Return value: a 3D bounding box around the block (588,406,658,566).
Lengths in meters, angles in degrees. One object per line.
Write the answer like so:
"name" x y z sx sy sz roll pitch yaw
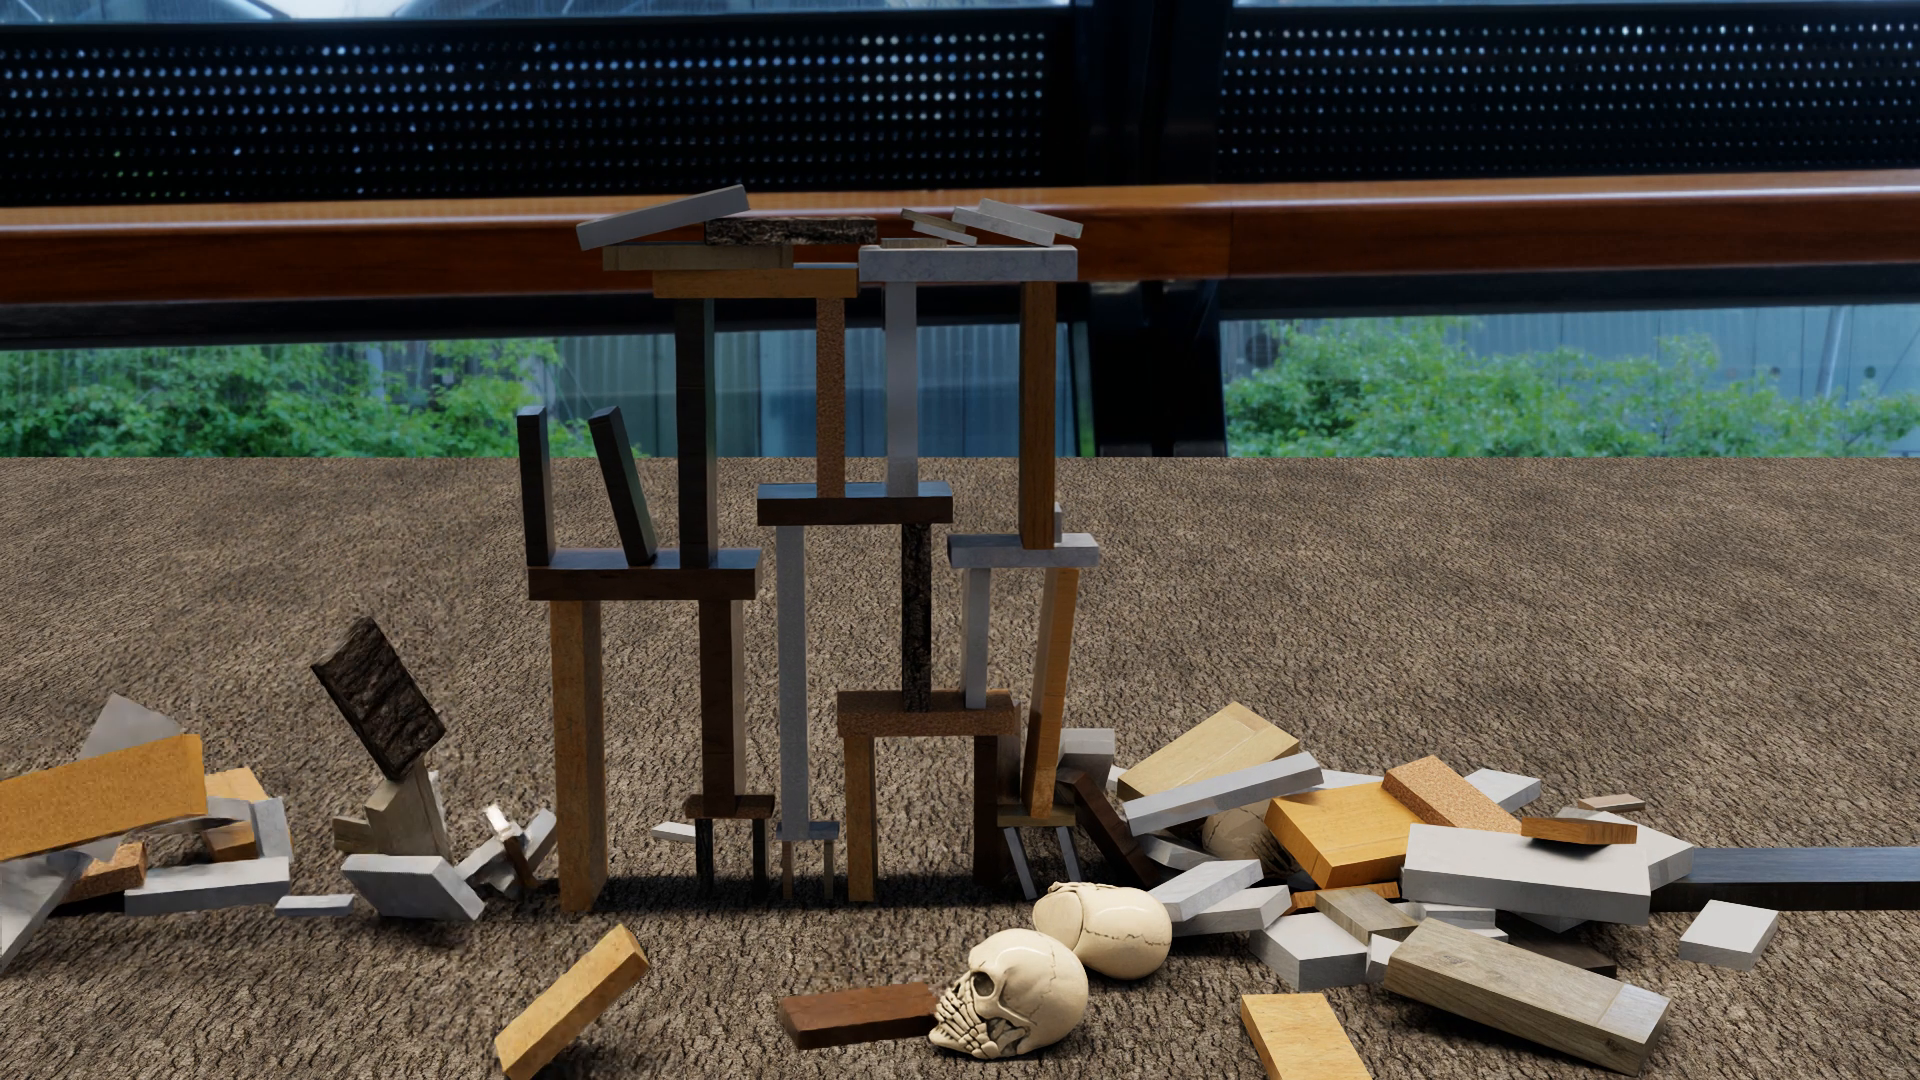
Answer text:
"block" -0.542 -0.089 3.543 0.034 0.242 0.121 -14 11 1

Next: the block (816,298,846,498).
"block" -0.207 -0.236 3.518 0.045 0.315 0.158 0 11 -4

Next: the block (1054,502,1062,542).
"block" 0.156 -0.029 3.591 0.014 0.050 0.101 0 10 -1

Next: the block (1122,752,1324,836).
"block" 0.437 0.423 3.671 0.327 0.030 0.106 -16 8 1

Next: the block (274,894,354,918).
"block" -1.052 0.597 3.586 0.116 0.016 0.058 -1 11 -4

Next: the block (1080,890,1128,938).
"block" 0.232 0.596 3.514 0.050 0.014 0.101 -45 22 -8

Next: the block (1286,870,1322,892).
"block" 0.608 0.571 3.729 0.055 0.016 0.110 9 14 41

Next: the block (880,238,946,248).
"block" -0.074 -0.469 3.475 0.102 0.014 0.051 -1 11 -7

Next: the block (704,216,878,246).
"block" -0.267 -0.485 3.446 0.264 0.037 0.132 -2 11 -8

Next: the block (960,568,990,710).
"block" 0.024 0.148 3.606 0.033 0.236 0.118 1 10 -5

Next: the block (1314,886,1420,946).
"block" 0.627 0.579 3.387 0.089 0.025 0.178 -3 11 -17

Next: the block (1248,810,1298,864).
"block" 0.667 0.530 3.874 0.302 0.043 0.151 2 11 13

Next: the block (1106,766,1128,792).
"block" 0.342 0.474 4.241 0.071 0.020 0.374 -9 14 -40

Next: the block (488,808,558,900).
"block" -0.723 0.524 3.679 0.022 0.152 0.076 44 -15 -29

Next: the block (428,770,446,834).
"block" -0.942 0.495 3.857 0.033 0.116 0.231 -7 11 -4

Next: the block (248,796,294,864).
"block" -1.188 0.506 3.795 0.016 0.116 0.058 -11 0 35

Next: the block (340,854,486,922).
"block" -0.866 0.548 3.475 0.231 0.116 0.033 -5 41 38

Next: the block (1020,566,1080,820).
"block" 0.146 0.240 3.610 0.033 0.418 0.118 5 10 -8

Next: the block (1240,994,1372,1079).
"block" 0.477 0.712 2.921 0.117 0.033 0.484 -1 11 -4

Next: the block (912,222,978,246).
"block" -0.025 -0.486 3.485 0.102 0.014 0.051 14 8 -6

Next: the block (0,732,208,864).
"block" -1.313 0.393 3.286 0.432 0.118 0.034 -15 -14 20

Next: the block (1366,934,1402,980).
"block" 0.686 0.634 3.222 0.178 0.025 0.089 16 18 7

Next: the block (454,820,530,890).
"block" -0.792 0.535 3.678 0.152 0.022 0.076 -40 22 -12

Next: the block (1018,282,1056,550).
"block" 0.123 -0.208 3.533 0.048 0.424 0.170 0 10 -1

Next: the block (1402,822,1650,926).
"block" 0.882 0.520 3.434 0.364 0.051 0.179 5 17 14

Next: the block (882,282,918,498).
"block" -0.097 -0.250 3.527 0.048 0.339 0.170 -1 11 -4

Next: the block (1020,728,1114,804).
"block" 0.188 0.410 3.942 0.151 0.043 0.460 0 -18 0

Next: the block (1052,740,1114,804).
"block" 0.191 0.422 3.851 0.081 0.023 0.473 2 -20 -5

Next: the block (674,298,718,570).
"block" -0.421 -0.178 3.518 0.045 0.427 0.158 0 11 -1

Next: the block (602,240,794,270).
"block" -0.412 -0.447 3.449 0.291 0.037 0.132 -2 11 -9

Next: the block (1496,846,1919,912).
"block" 1.307 0.565 3.668 0.866 0.049 0.175 0 11 -1

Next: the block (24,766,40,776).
"block" -1.559 0.489 3.544 0.257 0.036 0.129 -48 35 -16

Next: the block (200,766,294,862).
"block" -1.323 0.502 4.008 0.128 0.036 0.458 -12 14 -25

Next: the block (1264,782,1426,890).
"block" 0.705 0.481 3.653 0.358 0.051 0.179 -5 34 -28

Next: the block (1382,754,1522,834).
"block" 0.832 0.452 3.667 0.120 0.034 0.239 -12 38 -37

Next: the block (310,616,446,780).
"block" -0.912 0.250 3.457 0.034 0.237 0.118 -4 35 36

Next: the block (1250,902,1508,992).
"block" 0.641 0.619 3.378 0.349 0.049 0.175 -3 11 -17

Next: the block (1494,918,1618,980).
"block" 0.899 0.631 3.364 0.106 0.030 0.211 -3 11 -15

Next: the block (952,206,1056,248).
"block" 0.069 -0.500 3.507 0.163 0.023 0.081 14 10 -4

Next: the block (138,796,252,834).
"block" -1.309 0.471 3.753 0.129 0.036 0.257 -11 -8 -4

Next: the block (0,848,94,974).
"block" -1.452 0.538 3.369 0.128 0.036 0.257 22 50 8

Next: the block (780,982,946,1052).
"block" -0.139 0.674 3.117 0.212 0.030 0.106 -3 15 -17

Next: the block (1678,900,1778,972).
"block" 1.204 0.617 3.441 0.106 0.030 0.212 6 12 30

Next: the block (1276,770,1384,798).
"block" 0.684 0.472 4.212 0.343 0.034 0.120 5 12 26

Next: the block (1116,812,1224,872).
"block" 0.337 0.513 3.716 0.117 0.033 0.234 18 1 -29

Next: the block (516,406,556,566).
"block" -0.682 -0.089 3.540 0.034 0.242 0.121 -3 11 -5
